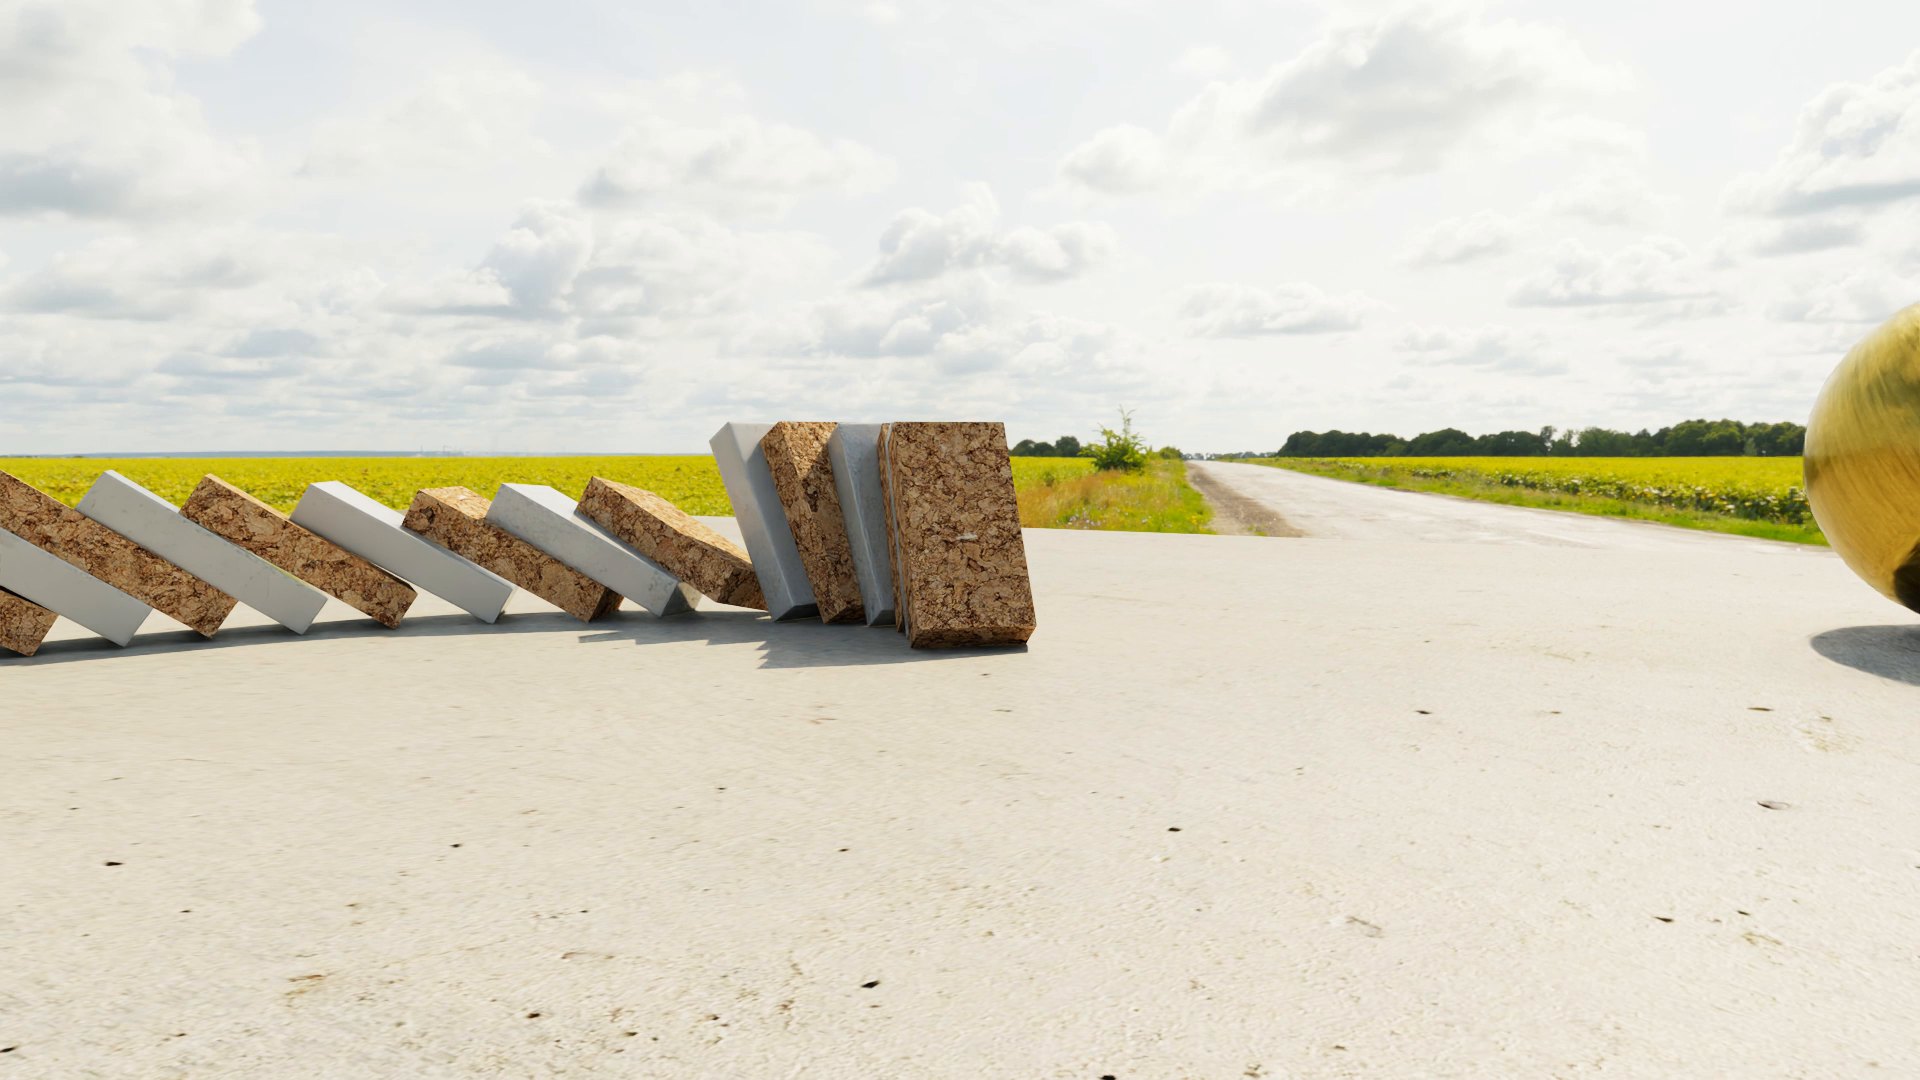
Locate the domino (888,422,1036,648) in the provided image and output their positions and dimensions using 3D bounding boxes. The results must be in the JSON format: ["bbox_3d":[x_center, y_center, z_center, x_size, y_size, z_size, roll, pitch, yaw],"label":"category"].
[{"bbox_3d":[0.000,-0.002,0.277,0.025,0.050,0.009,-1,-28,-13],"label":"domino"}]

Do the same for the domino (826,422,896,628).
[{"bbox_3d":[-0.014,-0.005,0.310,0.025,0.050,0.009,-2,-27,-27],"label":"domino"}]

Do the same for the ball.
[{"bbox_3d":[0.233,-0.019,0.283,0.080,0.080,0.080,0,4,0],"label":"ball"}]

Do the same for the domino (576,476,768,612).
[{"bbox_3d":[-0.070,0.001,0.324,0.050,0.009,0.025,30,5,25],"label":"domino"}]

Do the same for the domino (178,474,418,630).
[{"bbox_3d":[-0.152,0.003,0.296,0.050,0.009,0.025,36,-13,-25],"label":"domino"}]

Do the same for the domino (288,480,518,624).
[{"bbox_3d":[-0.132,0.003,0.309,0.050,0.010,0.025,30,-3,-14],"label":"domino"}]

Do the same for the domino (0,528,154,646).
[{"bbox_3d":[-0.195,0.004,0.264,0.050,0.009,0.025,40,-21,-33],"label":"domino"}]

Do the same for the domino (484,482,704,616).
[{"bbox_3d":[-0.089,0.002,0.319,0.050,0.010,0.025,28,4,6],"label":"domino"}]

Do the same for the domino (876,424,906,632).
[{"bbox_3d":[-0.004,-0.004,0.300,0.025,0.050,0.010,-1,-28,-13],"label":"domino"}]

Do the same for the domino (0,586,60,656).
[{"bbox_3d":[-0.208,0.006,0.253,0.050,0.009,0.025,35,-18,-34],"label":"domino"}]

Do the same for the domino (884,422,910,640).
[{"bbox_3d":[-0.002,-0.003,0.289,0.025,0.050,0.010,-1,-28,-13],"label":"domino"}]

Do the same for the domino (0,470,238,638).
[{"bbox_3d":[-0.183,0.003,0.275,0.050,0.009,0.025,39,-20,-29],"label":"domino"}]

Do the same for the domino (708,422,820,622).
[{"bbox_3d":[-0.042,-0.005,0.319,0.025,0.050,0.009,-4,-24,-46],"label":"domino"}]

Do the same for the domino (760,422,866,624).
[{"bbox_3d":[-0.029,-0.005,0.316,0.025,0.050,0.010,-4,-24,-44],"label":"domino"}]

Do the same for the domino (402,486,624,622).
[{"bbox_3d":[-0.108,0.003,0.317,0.050,0.010,0.025,28,4,-1],"label":"domino"}]

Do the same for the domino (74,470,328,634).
[{"bbox_3d":[-0.168,0.003,0.285,0.050,0.009,0.025,38,-15,-27],"label":"domino"}]
